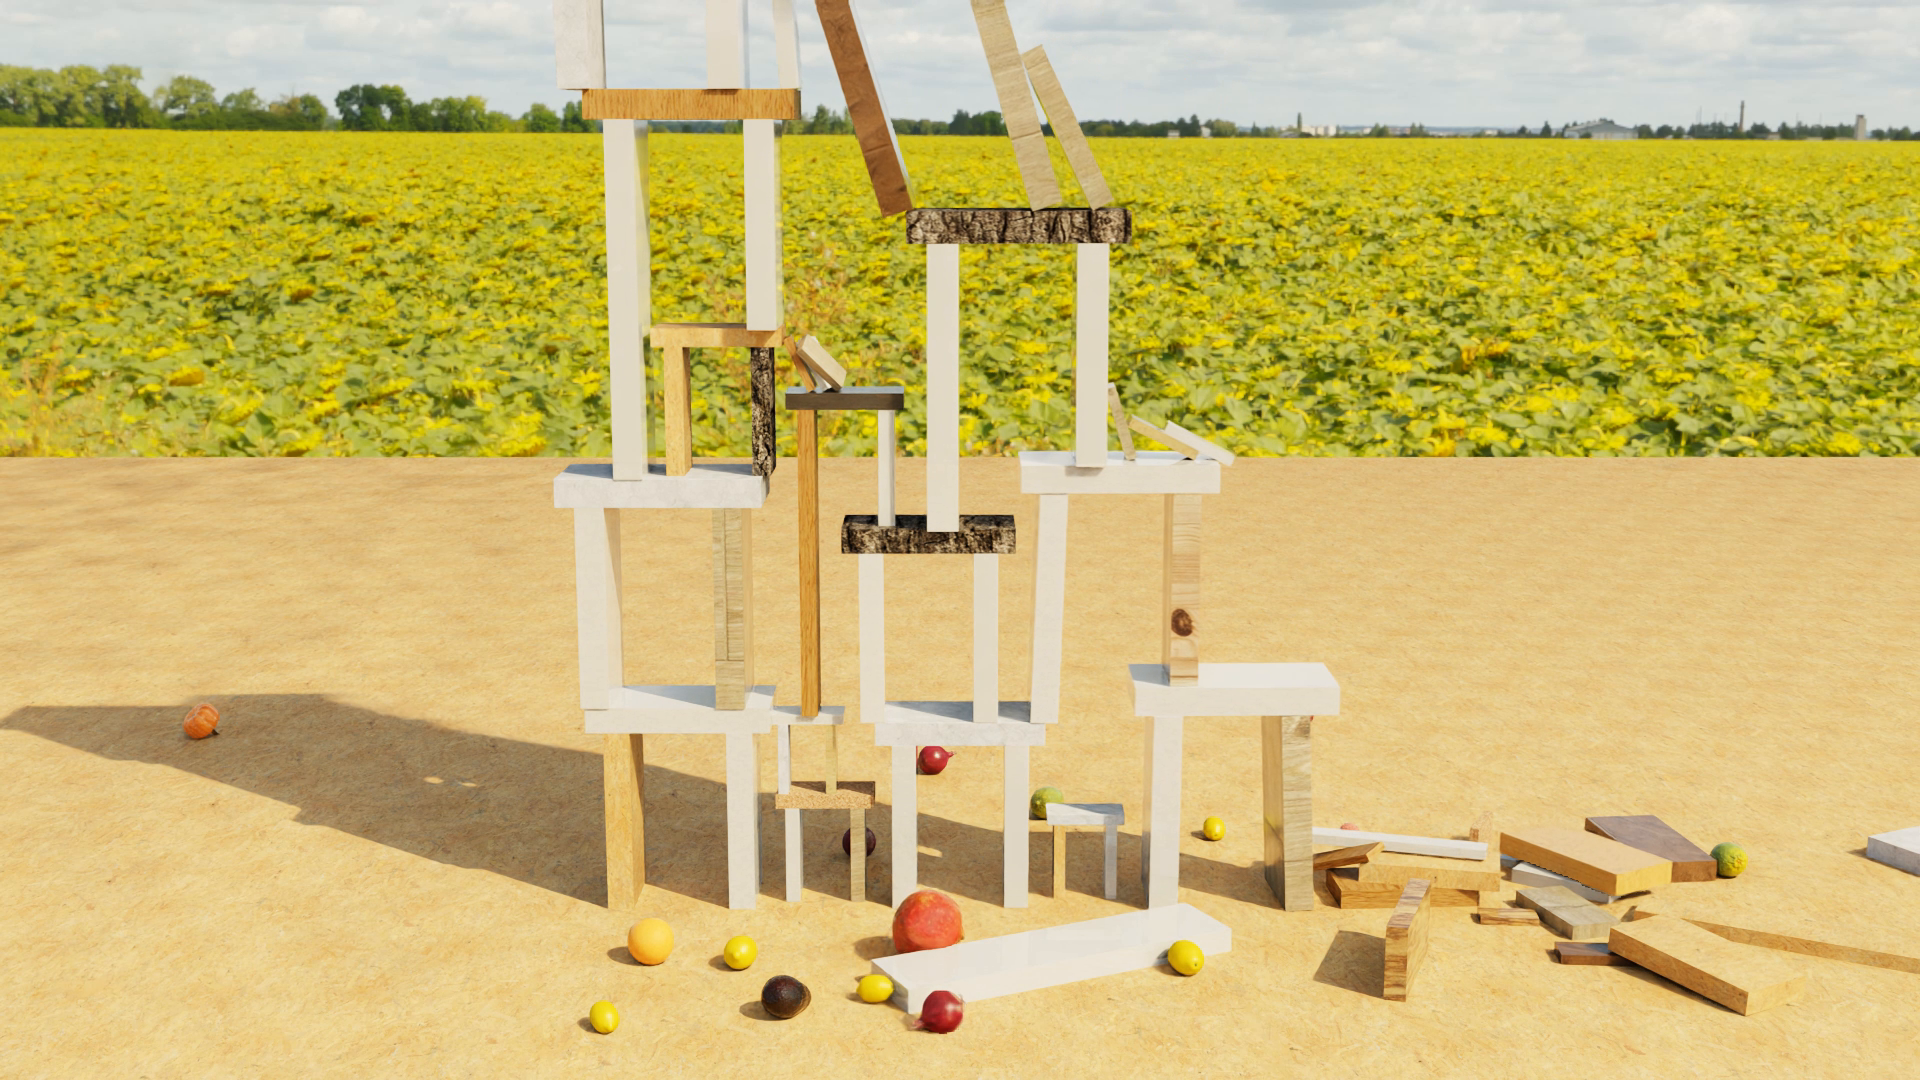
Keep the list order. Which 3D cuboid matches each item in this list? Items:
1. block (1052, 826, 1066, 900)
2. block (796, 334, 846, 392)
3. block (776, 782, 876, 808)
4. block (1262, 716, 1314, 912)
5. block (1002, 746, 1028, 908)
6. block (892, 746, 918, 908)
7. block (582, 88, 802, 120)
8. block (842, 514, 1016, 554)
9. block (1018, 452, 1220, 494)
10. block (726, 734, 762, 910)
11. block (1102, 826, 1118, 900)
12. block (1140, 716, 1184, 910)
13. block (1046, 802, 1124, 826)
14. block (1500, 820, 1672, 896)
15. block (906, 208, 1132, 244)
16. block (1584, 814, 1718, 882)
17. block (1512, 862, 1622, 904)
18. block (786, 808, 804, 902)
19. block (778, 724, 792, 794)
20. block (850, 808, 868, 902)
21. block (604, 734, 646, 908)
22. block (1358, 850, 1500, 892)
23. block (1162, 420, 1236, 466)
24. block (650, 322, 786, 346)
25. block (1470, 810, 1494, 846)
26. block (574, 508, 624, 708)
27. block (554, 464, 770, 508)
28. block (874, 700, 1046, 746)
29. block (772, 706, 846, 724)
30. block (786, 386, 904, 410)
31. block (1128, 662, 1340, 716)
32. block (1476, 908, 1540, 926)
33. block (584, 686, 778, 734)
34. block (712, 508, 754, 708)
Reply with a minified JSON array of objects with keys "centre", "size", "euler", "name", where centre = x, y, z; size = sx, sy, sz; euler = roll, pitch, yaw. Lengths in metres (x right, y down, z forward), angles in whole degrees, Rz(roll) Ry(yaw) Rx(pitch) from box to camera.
[{"centre":[0.164,0.526,3.662],"size":[0.018,0.128,0.064],"euler":[0,11,0],"name":"block"},{"centre":[-0.219,-0.282,3.492],"size":[0.013,0.092,0.046],"euler":[-33,26,29],"name":"block"},{"centre":[-0.221,0.421,3.638],"size":[0.160,0.023,0.080],"euler":[0,11,0],"name":"block"},{"centre":[0.540,0.429,3.635],"size":[0.046,0.328,0.164],"euler":[-3,11,-4],"name":"block"},{"centre":[0.092,0.455,3.645],"size":[0.039,0.274,0.137],"euler":[0,11,0],"name":"block"},{"centre":[-0.091,0.455,3.643],"size":[0.039,0.275,0.137],"euler":[0,11,0],"name":"block"},{"centre":[-0.415,-0.679,3.432],"size":[0.322,0.046,0.161],"euler":[0,11,0],"name":"block"},{"centre":[-0.050,-0.010,3.558],"size":[0.277,0.039,0.139],"euler":[0,11,0],"name":"block"},{"centre":[0.253,-0.110,3.542],"size":[0.314,0.044,0.157],"euler":[0,11,0],"name":"block"},{"centre":[-0.356,0.444,3.642],"size":[0.042,0.297,0.149],"euler":[0,11,0],"name":"block"},{"centre":[0.250,0.526,3.662],"size":[0.018,0.128,0.064],"euler":[0,11,0],"name":"block"},{"centre":[0.333,0.429,3.635],"size":[0.046,0.328,0.164],"euler":[1,11,0],"name":"block"},{"centre":[0.207,0.455,3.649],"size":[0.128,0.018,0.064],"euler":[0,11,0],"name":"block"},{"centre":[1.057,0.536,3.724],"size":[0.130,0.037,0.261],"euler":[-6,12,-31],"name":"block"},{"centre":[0.090,-0.496,3.465],"size":[0.347,0.049,0.174],"euler":[0,11,0],"name":"block"},{"centre":[1.204,0.539,3.845],"size":[0.128,0.036,0.257],"euler":[-1,11,-6],"name":"block"},{"centre":[1.028,0.571,3.703],"size":[0.172,0.024,0.086],"euler":[8,13,38],"name":"block"},{"centre":[-0.275,0.511,3.654],"size":[0.023,0.160,0.080],"euler":[0,11,0],"name":"block"},{"centre":[-0.289,0.353,3.622],"size":[0.017,0.117,0.058],"euler":[0,11,0],"name":"block"},{"centre":[-0.168,0.511,3.654],"size":[0.023,0.160,0.080],"euler":[0,11,0],"name":"block"},{"centre":[-0.554,0.444,3.642],"size":[0.042,0.297,0.149],"euler":[0,11,0],"name":"block"},{"centre":[0.782,0.543,3.658],"size":[0.226,0.032,0.113],"euler":[2,11,13],"name":"block"},{"centre":[0.384,-0.156,3.536],"size":[0.120,0.017,0.060],"euler":[27,9,-1],"name":"block"},{"centre":[-0.383,-0.327,3.503],"size":[0.205,0.029,0.103],"euler":[0,11,0],"name":"block"},{"centre":[0.921,0.521,3.886],"size":[0.016,0.056,0.113],"euler":[5,12,26],"name":"block"},{"centre":[-0.586,0.095,3.580],"size":[0.046,0.327,0.163],"euler":[0,11,0],"name":"block"},{"centre":[-0.477,-0.088,3.546],"size":[0.327,0.046,0.163],"euler":[0,11,0],"name":"block"},{"centre":[0.000,0.301,3.615],"size":[0.274,0.039,0.137],"euler":[0,11,0],"name":"block"},{"centre":[-0.248,0.287,3.610],"size":[0.117,0.017,0.059],"euler":[0,11,0],"name":"block"},{"centre":[-0.183,-0.227,3.522],"size":[0.187,0.027,0.094],"euler":[0,11,0],"name":"block"},{"centre":[0.445,0.244,3.603],"size":[0.328,0.046,0.164],"euler":[0,11,0],"name":"block"},{"centre":[0.882,0.607,3.542],"size":[0.092,0.013,0.046],"euler":[1,11,6],"name":"block"},{"centre":[-0.455,0.277,3.611],"size":[0.297,0.042,0.149],"euler":[0,11,0],"name":"block"},{"centre":[-0.368,0.095,3.580],"size":[0.046,0.327,0.163],"euler":[0,11,0],"name":"block"}]
